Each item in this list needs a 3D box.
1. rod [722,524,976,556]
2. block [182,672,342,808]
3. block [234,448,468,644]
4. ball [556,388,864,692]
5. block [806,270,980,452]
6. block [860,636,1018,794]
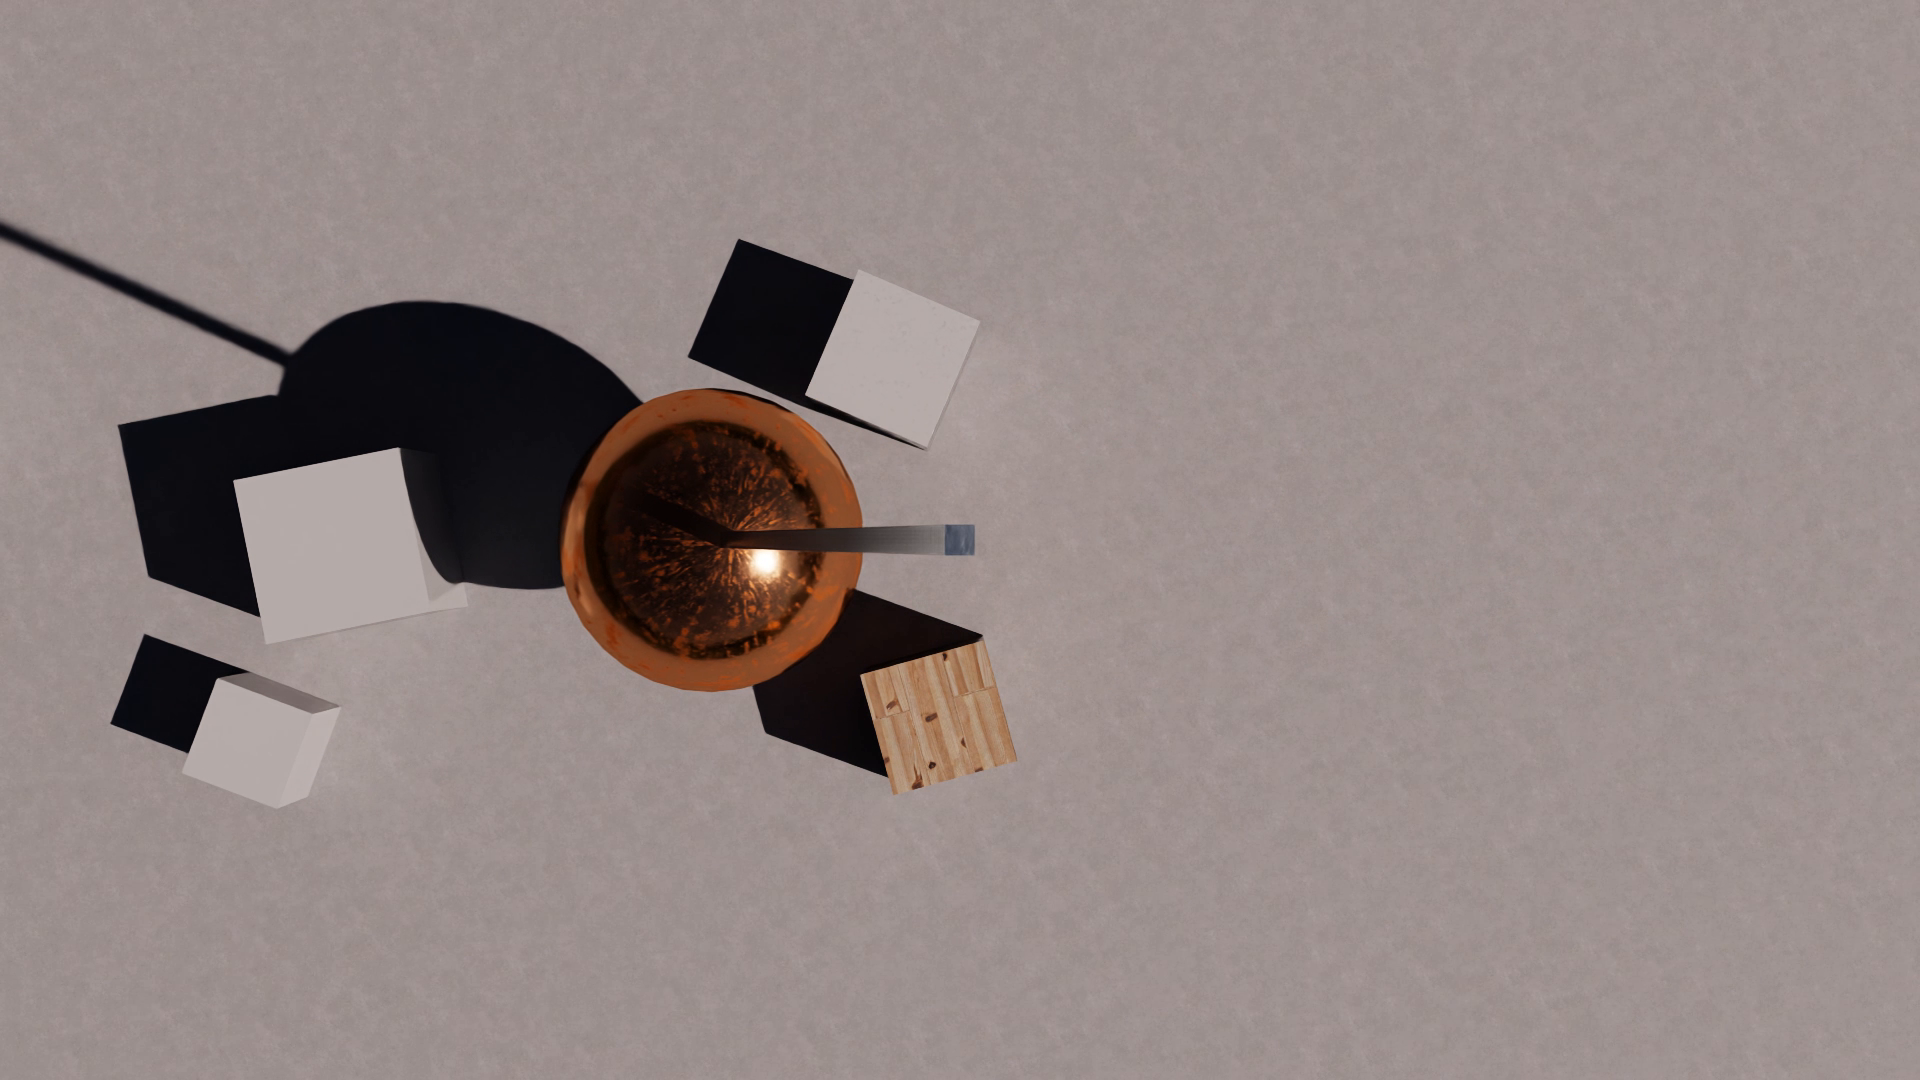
[{"bbox_3d":[-0.565,0.000,8.230,0.080,5.200,0.080,0,90,-13],"label":"rod"},{"bbox_3d":[-4.025,1.149,12.707,0.575,0.586,0.572,21,90,0],"label":"block"},{"bbox_3d":[-3.450,0.033,12.542,0.924,0.917,0.918,-11,90,0],"label":"block"},{"bbox_3d":[-1.303,0.000,11.549,1.600,1.600,1.600,0,90,0],"label":"ball"},{"bbox_3d":[-0.377,-1.018,12.654,0.741,0.693,0.765,23,90,0],"label":"block"},{"bbox_3d":[-0.118,0.993,12.637,0.720,0.727,0.698,-16,90,0],"label":"block"}]
